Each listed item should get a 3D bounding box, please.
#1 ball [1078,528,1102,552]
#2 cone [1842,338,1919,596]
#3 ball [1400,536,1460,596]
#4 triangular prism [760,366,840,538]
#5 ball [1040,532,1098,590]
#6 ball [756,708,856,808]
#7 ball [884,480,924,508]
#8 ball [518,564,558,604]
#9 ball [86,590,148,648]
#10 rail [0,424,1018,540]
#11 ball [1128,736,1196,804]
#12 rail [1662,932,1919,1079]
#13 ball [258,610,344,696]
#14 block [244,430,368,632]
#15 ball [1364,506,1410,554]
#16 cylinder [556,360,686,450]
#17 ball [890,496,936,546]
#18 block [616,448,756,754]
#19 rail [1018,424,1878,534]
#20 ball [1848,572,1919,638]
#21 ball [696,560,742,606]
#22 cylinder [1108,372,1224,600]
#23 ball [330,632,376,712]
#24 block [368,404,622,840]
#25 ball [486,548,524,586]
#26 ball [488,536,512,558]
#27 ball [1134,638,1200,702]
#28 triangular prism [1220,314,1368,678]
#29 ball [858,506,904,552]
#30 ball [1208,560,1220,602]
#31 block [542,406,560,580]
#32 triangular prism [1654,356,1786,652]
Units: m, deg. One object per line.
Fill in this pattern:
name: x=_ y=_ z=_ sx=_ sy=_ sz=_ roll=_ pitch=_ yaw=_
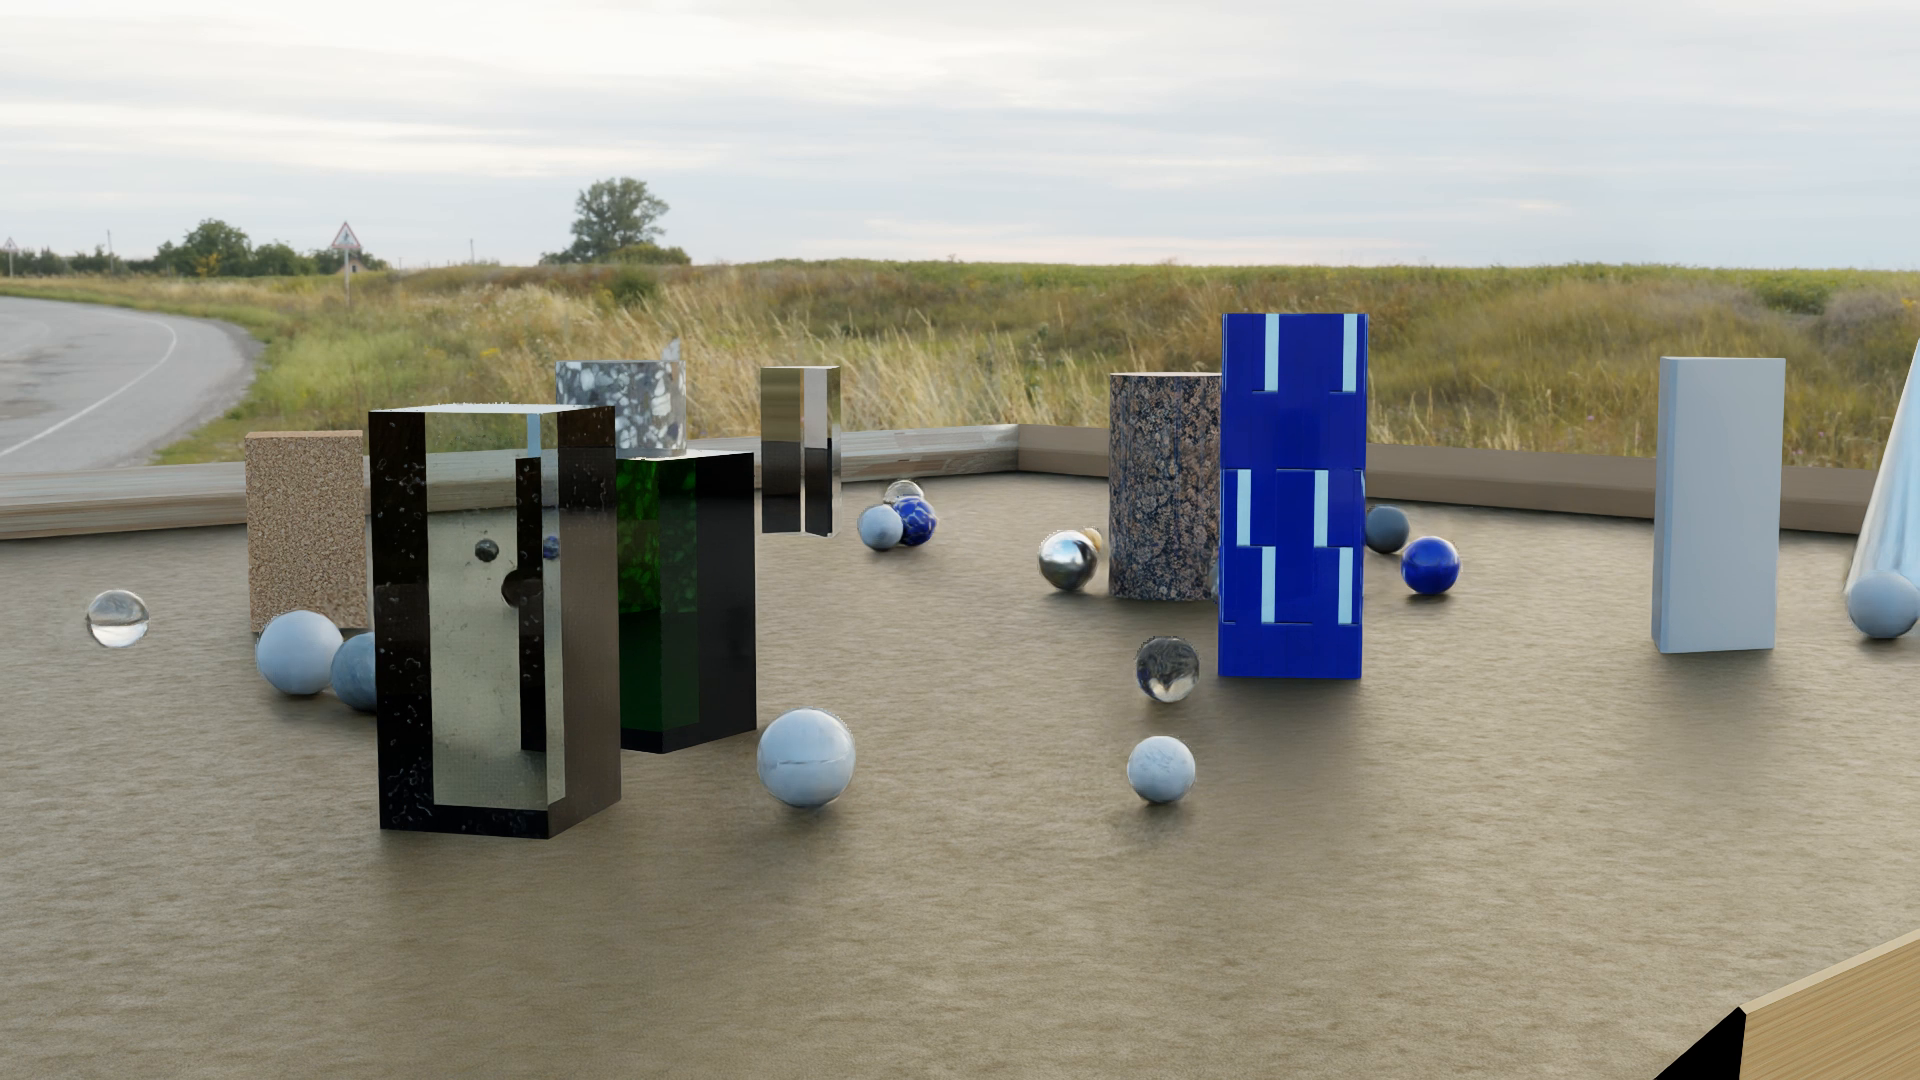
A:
ball: x=0.234 y=0.003 z=4.004 sx=0.049 sy=0.049 sz=0.049 roll=0 pitch=6 yaw=0
cone: x=1.487 y=-0.118 z=3.424 sx=0.196 sy=0.411 sz=0.196 roll=0 pitch=6 yaw=0
ball: x=0.737 y=0.040 z=3.445 sx=0.093 sy=0.093 sz=0.093 roll=0 pitch=6 yaw=0
triangular prism: x=-0.285 y=-0.179 z=4.394 sx=0.170 sy=0.331 sz=0.147 roll=4 pitch=7 yaw=33
ball: x=0.173 y=0.033 z=3.502 sx=0.094 sy=0.094 sz=0.094 roll=0 pitch=6 yaw=0
ball: x=-0.138 y=0.196 z=1.971 sx=0.089 sy=0.089 sz=0.089 roll=0 pitch=6 yaw=0
ball: x=-0.117 y=-0.081 z=4.623 sx=0.088 sy=0.088 sz=0.088 roll=0 pitch=6 yaw=0
ball: x=-0.640 y=0.068 z=3.335 sx=0.060 sy=0.060 sz=0.060 roll=0 pitch=6 yaw=0
ball: x=-1.113 y=0.104 z=2.905 sx=0.077 sy=0.077 sz=0.077 roll=0 pitch=6 yaw=0
rail: x=-1.314 y=-0.115 z=4.748 sx=4.065 sy=0.127 sz=0.045 roll=-5 pitch=8 yaw=-42
ball: x=0.182 y=0.208 z=1.989 sx=0.062 sy=0.062 sz=0.062 roll=0 pitch=6 yaw=0
rail: x=1.314 y=0.181 z=1.916 sx=4.065 sy=0.127 sz=0.045 roll=-5 pitch=8 yaw=-42
ball: x=-0.763 y=0.131 z=2.550 sx=0.098 sy=0.098 sz=0.098 roll=0 pitch=6 yaw=0
block: x=-0.929 y=-0.017 z=3.133 sx=0.157 sy=0.270 sz=0.157 roll=-2 pitch=6 yaw=-15
ball: x=0.779 y=-0.019 z=4.024 sx=0.088 sy=0.088 sz=0.088 roll=0 pitch=6 yaw=0
cylinder: x=-0.515 y=-0.089 z=3.358 sx=0.196 sy=0.367 sz=0.196 roll=0 pitch=6 yaw=0
ball: x=-0.092 y=-0.036 z=4.159 sx=0.095 sy=0.095 sz=0.095 roll=0 pitch=6 yaw=0
block: x=-0.325 y=0.057 z=2.303 sx=0.157 sy=0.296 sz=0.157 roll=4 pitch=7 yaw=32
rail: x=1.476 y=-0.109 z=4.687 sx=0.045 sy=0.127 sz=3.922 roll=-5 pitch=8 yaw=-42
ball: x=1.255 y=0.088 z=2.986 sx=0.092 sy=0.092 sz=0.092 roll=0 pitch=6 yaw=0
ball: x=-0.361 y=0.066 z=3.307 sx=0.070 sy=0.070 sz=0.070 roll=0 pitch=6 yaw=0
cylinder: x=0.332 y=-0.088 z=3.457 sx=0.196 sy=0.345 sz=0.196 roll=0 pitch=6 yaw=0
ball: x=-0.655 y=0.147 z=2.447 sx=0.087 sy=0.087 sz=0.087 roll=0 pitch=6 yaw=0
block: x=-0.404 y=0.064 z=1.931 sx=0.157 sy=0.359 sz=0.157 roll=2 pitch=6 yaw=14
ball: x=-0.736 y=0.044 z=3.564 sx=0.061 sy=0.061 sz=0.061 roll=0 pitch=6 yaw=0
ball: x=-0.825 y=0.013 z=3.952 sx=0.042 sy=0.042 sz=0.042 roll=0 pitch=6 yaw=0
ball: x=0.236 y=0.148 z=2.504 sx=0.074 sy=0.074 sz=0.074 roll=0 pitch=6 yaw=0
triangular prism: x=0.410 y=-0.060 z=2.727 sx=0.170 sy=0.440 sz=0.147 roll=1 pitch=6 yaw=7
ball: x=-0.146 y=-0.021 z=4.073 sx=0.083 sy=0.083 sz=0.083 roll=0 pitch=6 yaw=0
ball: x=0.410 y=0.063 z=3.308 sx=0.075 sy=0.075 sz=0.075 roll=0 pitch=6 yaw=0
block: x=-0.584 y=-0.079 z=3.652 sx=0.157 sy=0.286 sz=0.157 roll=-5 pitch=8 yaw=-39
triangular prism: x=0.976 y=-0.052 z=2.938 sx=0.170 sy=0.381 sz=0.147 roll=-2 pitch=6 yaw=-17
